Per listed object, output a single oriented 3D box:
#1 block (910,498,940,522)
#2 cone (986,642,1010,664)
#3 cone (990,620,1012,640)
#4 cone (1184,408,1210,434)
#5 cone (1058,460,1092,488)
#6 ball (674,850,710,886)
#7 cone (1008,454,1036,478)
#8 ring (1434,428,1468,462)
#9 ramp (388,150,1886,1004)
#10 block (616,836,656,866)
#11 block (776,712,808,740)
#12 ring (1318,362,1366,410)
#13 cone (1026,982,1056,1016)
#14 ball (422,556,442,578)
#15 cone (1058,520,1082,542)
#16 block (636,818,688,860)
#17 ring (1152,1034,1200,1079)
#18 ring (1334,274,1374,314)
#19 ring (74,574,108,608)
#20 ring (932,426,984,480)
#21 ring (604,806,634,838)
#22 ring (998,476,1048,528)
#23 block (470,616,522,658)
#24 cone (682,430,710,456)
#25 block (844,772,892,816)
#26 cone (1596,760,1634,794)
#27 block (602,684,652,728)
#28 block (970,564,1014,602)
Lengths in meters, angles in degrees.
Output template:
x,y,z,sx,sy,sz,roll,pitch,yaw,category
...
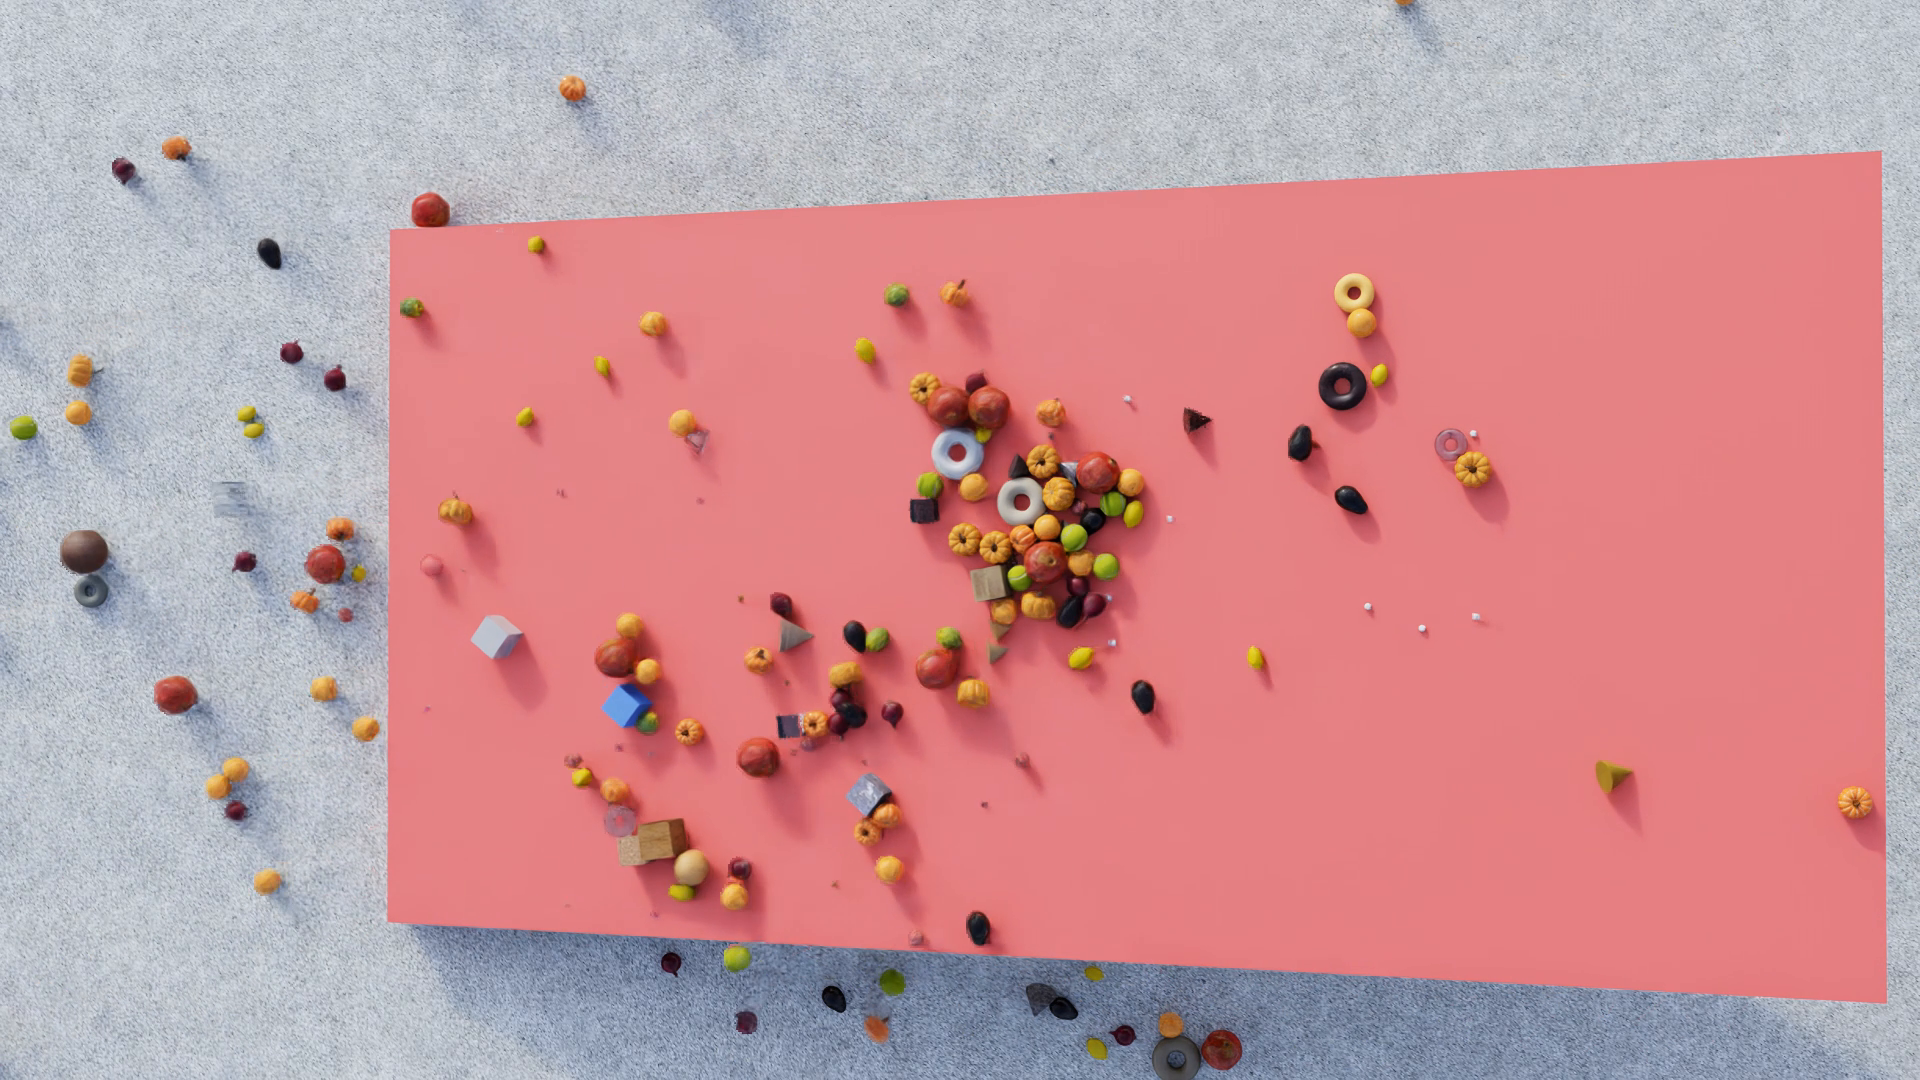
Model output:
x,y,z,sx,sy,sz,roll,pitch,yaw,category
-0.094,-0.078,5.836,0.060,0.060,0.060,-4,88,17,block
0.103,0.292,5.786,0.060,0.060,0.060,-8,89,-10,cone
0.113,0.232,5.785,0.056,0.056,0.056,-9,89,-21,cone
0.613,-0.306,5.633,0.067,0.067,0.067,-3,89,-9,cone
0.311,-0.187,5.724,0.077,0.077,0.077,-33,89,-13,cone
-0.730,0.893,6.001,0.098,0.098,0.098,0,89,0,ball
0.171,-0.183,5.769,0.069,0.069,0.069,20,89,-10,cone
1.216,-0.236,5.446,0.083,0.028,0.083,0,90,19,ring
0.274,0.094,5.802,4.000,0.100,2.000,0,89,17,ramp
-0.891,0.854,6.063,0.076,0.076,0.076,-9,87,17,block
-0.453,0.502,5.939,0.061,0.061,0.061,-8,87,17,block
0.960,-0.386,5.521,0.122,0.041,0.122,0,90,17,ring
0.226,1.356,6.407,0.092,0.092,0.092,13,116,0,cone
-1.506,0.076,6.274,0.060,0.060,0.060,0,89,0,ball
0.292,-0.021,5.732,0.058,0.058,0.058,7,89,-12,cone
-0.816,0.820,6.030,0.096,0.096,0.096,-10,86,17,block
0.630,1.513,6.403,0.143,0.048,0.143,0,88,0,ring
0.990,-0.619,5.519,0.101,0.034,0.101,0,90,17,ring
-2.541,0.150,6.430,0.097,0.032,0.097,0,90,0,ring
-0.005,-0.230,5.816,0.145,0.048,0.145,-1,88,18,ring
-0.945,0.782,6.105,0.093,0.031,0.093,-1,88,19,ring
0.163,-0.098,5.764,0.136,0.045,0.136,0,90,16,ring
-1.305,0.273,6.195,0.086,0.086,0.086,38,100,14,block
-0.712,-0.281,6.046,0.072,0.072,0.072,45,75,1,cone
-0.242,0.677,5.862,0.078,0.078,0.078,41,101,14,block
1.593,0.565,5.312,0.080,0.080,0.080,-11,89,-10,cone
-0.920,0.457,6.074,0.084,0.084,0.084,40,100,14,block
0.084,0.114,5.765,0.084,0.084,0.084,-11,86,17,block
